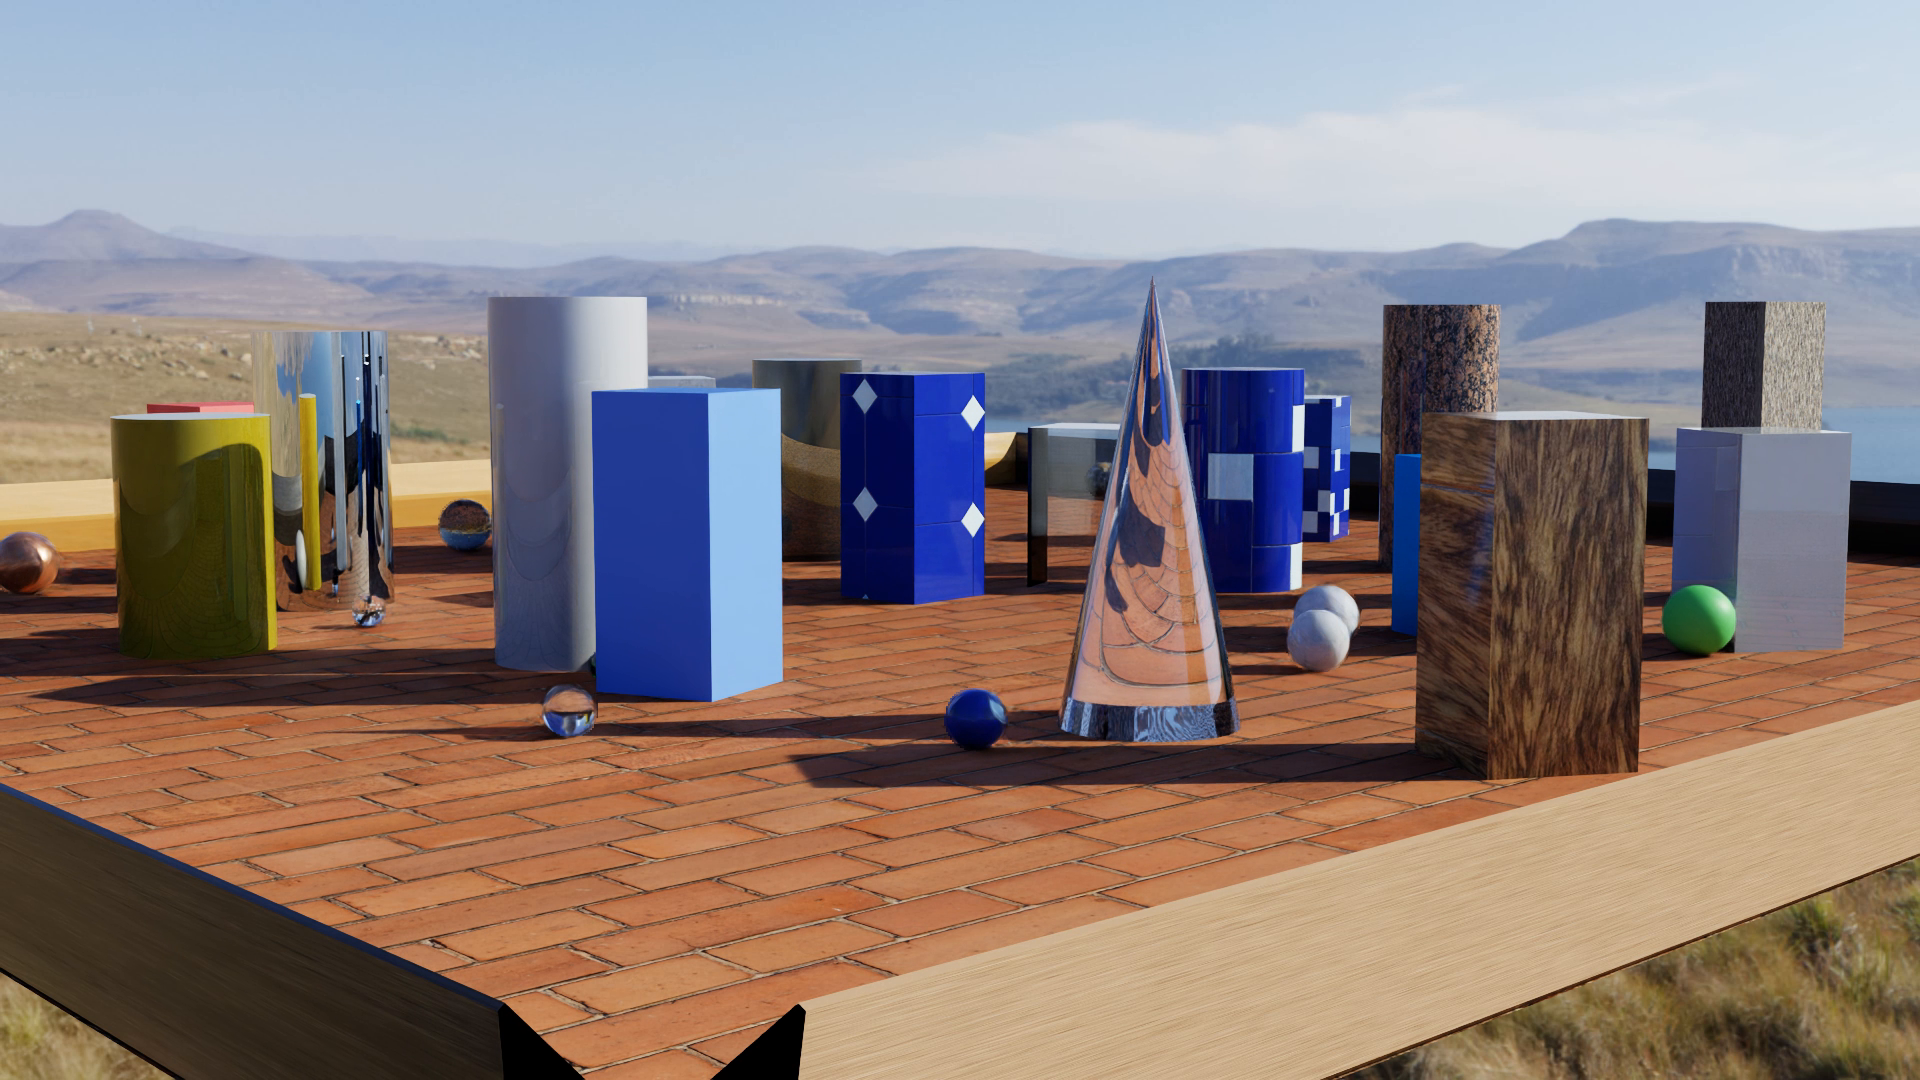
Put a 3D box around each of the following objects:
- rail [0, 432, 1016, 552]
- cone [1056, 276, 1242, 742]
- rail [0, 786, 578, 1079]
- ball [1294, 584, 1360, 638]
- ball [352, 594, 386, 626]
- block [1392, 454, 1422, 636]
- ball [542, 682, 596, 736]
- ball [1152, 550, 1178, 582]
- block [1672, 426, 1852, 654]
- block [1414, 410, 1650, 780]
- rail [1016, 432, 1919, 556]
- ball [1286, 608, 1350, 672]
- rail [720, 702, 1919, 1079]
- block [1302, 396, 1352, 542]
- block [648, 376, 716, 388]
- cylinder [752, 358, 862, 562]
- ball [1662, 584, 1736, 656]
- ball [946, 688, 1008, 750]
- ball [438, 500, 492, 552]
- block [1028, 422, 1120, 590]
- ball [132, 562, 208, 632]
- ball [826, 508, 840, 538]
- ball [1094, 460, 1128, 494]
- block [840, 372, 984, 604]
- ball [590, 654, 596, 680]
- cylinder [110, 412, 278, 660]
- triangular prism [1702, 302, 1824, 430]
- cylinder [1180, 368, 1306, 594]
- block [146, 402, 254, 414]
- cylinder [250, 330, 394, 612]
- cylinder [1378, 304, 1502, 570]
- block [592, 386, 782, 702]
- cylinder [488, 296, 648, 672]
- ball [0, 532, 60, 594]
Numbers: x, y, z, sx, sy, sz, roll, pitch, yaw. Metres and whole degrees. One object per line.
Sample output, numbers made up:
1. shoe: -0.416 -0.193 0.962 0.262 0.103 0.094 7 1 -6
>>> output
1. rail: -1.117 -0.092 4.536 3.480 0.129 0.045 -5 8 -42
2. cone: 0.204 -0.041 2.352 0.199 0.483 0.199 0 6 0
3. rail: -1.261 0.154 2.174 0.045 0.129 3.342 -5 8 -42
4. ball: 0.484 0.101 2.904 0.085 0.085 0.085 0 6 0
5. ball: -0.836 0.100 3.111 0.045 0.045 0.045 0 6 0
6. block: 0.706 0.009 3.017 0.159 0.246 0.159 -2 6 -20
7. ball: -0.411 0.178 2.310 0.056 0.056 0.056 0 6 0
8. ball: 0.342 0.042 3.631 0.053 0.053 0.053 0 6 0
9. block: 1.071 -0.004 2.949 0.159 0.286 0.159 -1 6 -12
10. block: 0.561 0.048 2.170 0.159 0.343 0.159 -1 6 -13
11. rail: 1.261 -0.087 4.489 0.045 0.129 3.342 -5 8 -42
12. ball: 0.444 0.124 2.728 0.077 0.077 0.077 0 6 0
13. rail: 1.117 0.159 2.128 3.480 0.129 0.045 -5 8 -42
14. block: 0.672 -0.144 4.335 0.159 0.277 0.159 3 6 23
15. block: -0.516 -0.118 3.834 0.159 0.329 0.159 -2 6 -15
16. cylinder: -0.276 -0.149 3.991 0.199 0.357 0.199 0 6 0
17. ball: 0.958 0.104 2.850 0.091 0.091 0.091 0 6 0
18. ball: 0.017 0.182 2.241 0.062 0.062 0.062 0 6 0
19. ball: -0.919 -0.027 4.086 0.096 0.096 0.096 0 6 0
20. block: 0.212 -0.056 3.577 0.159 0.259 0.159 2 6 22
21. ball: -1.097 0.079 3.051 0.099 0.099 0.099 0 6 0
22. ball: -0.234 -0.032 4.316 0.058 0.058 0.058 0 6 0
23. ball: 0.369 -0.154 5.370 0.082 0.082 0.082 0 6 0
24. block: -0.074 -0.086 3.436 0.159 0.348 0.159 5 8 42
25. ball: -0.423 0.151 2.635 0.042 0.042 0.042 0 6 0
26. cylinder: -1.008 -0.010 2.899 0.199 0.307 0.199 0 6 0
27. triangular prism: 1.218 -0.140 3.416 0.172 0.458 0.149 -5 8 -38
28. cylinder: 0.456 -0.101 3.561 0.199 0.352 0.199 0 6 0
29. block: -1.246 -0.084 3.699 0.159 0.289 0.159 5 8 39
30. cylinder: -0.967 -0.110 3.343 0.199 0.414 0.199 0 6 0
31. cylinder: 0.832 -0.180 3.821 0.199 0.455 0.199 0 6 0
32. block: -0.320 -0.001 2.599 0.159 0.352 0.159 3 7 26
33. cylinder: -0.495 -0.077 2.797 0.199 0.461 0.199 0 6 0
34. ball: -1.471 0.036 3.463 0.100 0.100 0.100 0 6 0
